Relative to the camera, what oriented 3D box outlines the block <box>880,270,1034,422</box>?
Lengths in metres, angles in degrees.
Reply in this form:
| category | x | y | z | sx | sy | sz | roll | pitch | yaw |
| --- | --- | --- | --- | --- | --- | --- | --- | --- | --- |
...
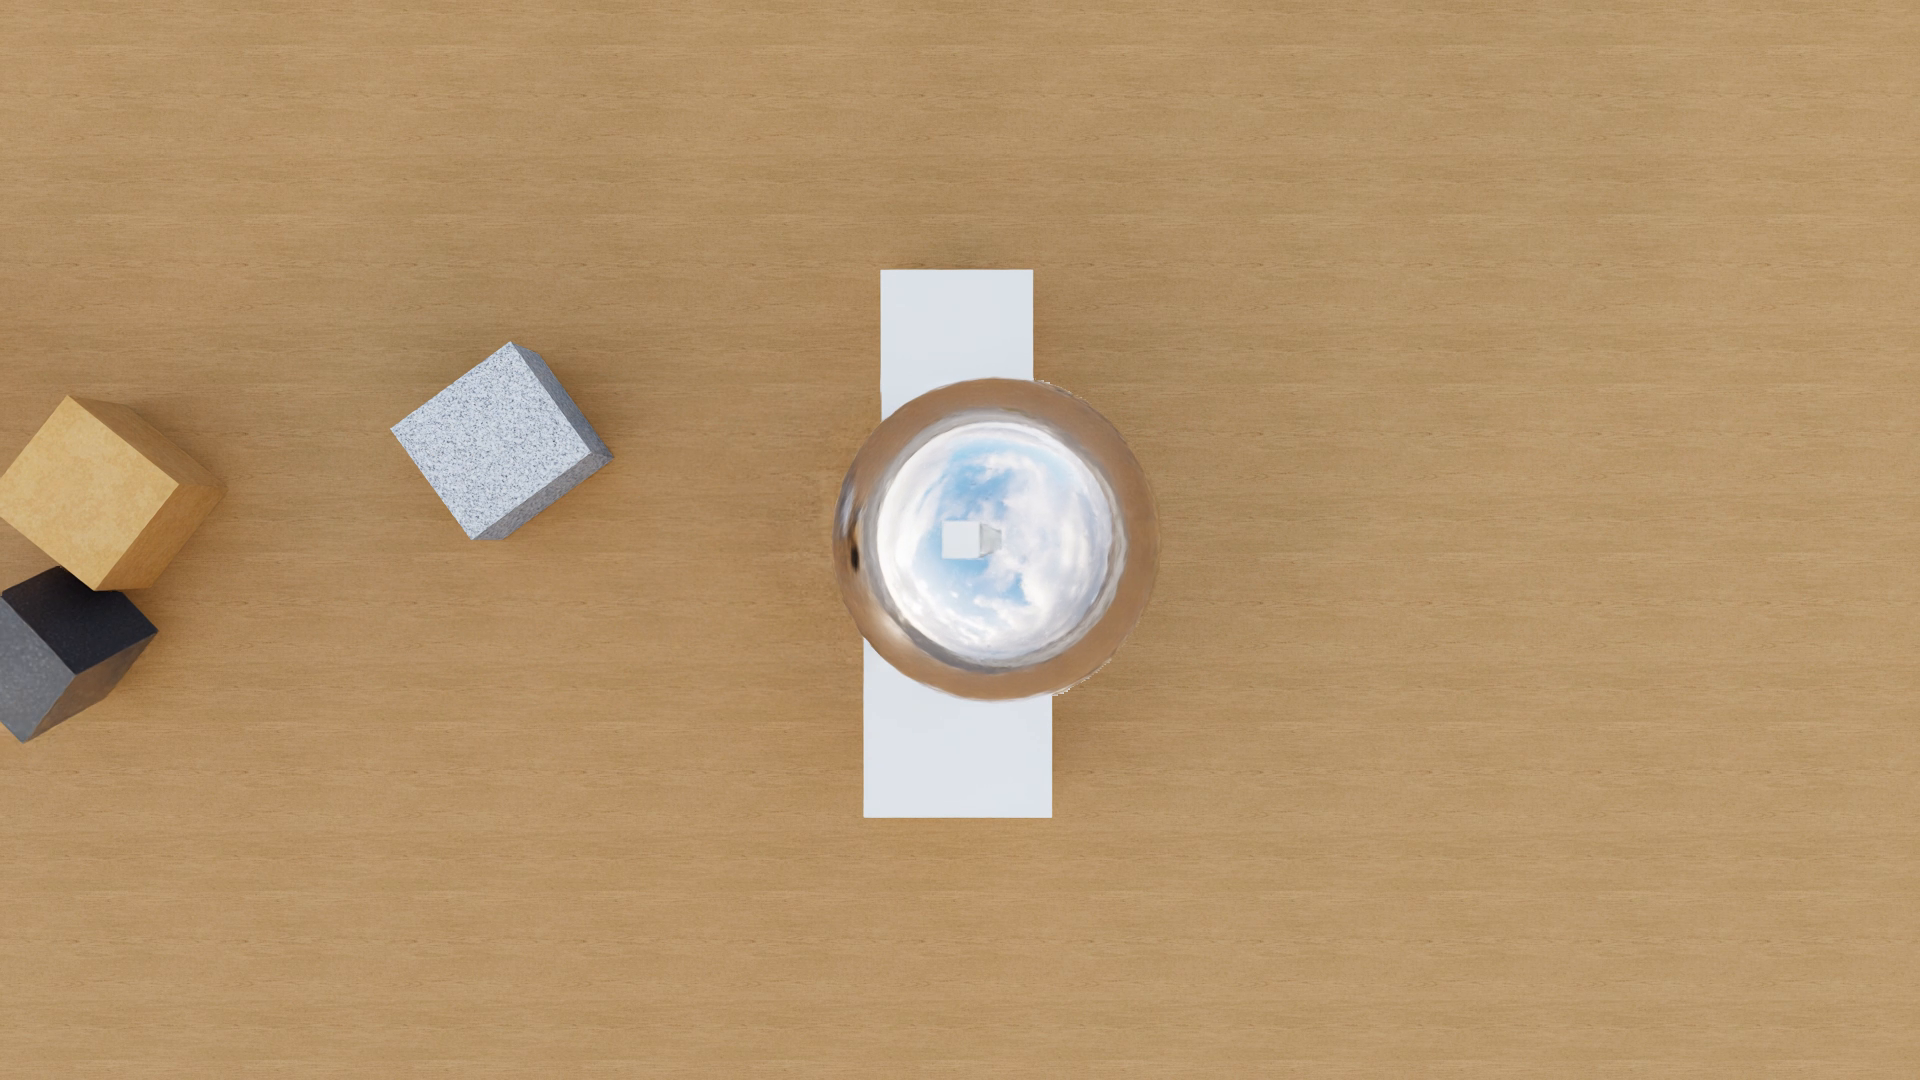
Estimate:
| category | x | y | z | sx | sy | sz | roll | pitch | yaw |
| --- | --- | --- | --- | --- | --- | --- | --- | --- | --- |
| block | -0.017 | -1.025 | 12.603 | 0.844 | 0.795 | 0.950 | 0 | 90 | 0 |

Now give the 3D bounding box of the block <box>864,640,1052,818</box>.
| category | x | y | z | sx | sy | sz | roll | pitch | yaw |
| --- | --- | --- | --- | --- | --- | --- | --- | --- | --- |
| block | -0.011 | 0.957 | 12.442 | 1.017 | 1.115 | 1.085 | 0 | 90 | 0 |

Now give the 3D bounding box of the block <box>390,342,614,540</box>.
| category | x | y | z | sx | sy | sz | roll | pitch | yaw |
| --- | --- | --- | --- | --- | --- | --- | --- | --- | --- |
| block | -2.597 | -0.550 | 12.585 | 0.822 | 0.830 | 0.761 | -36 | 90 | 0 |

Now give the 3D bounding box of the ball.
| category | x | y | z | sx | sy | sz | roll | pitch | yaw |
| --- | --- | --- | --- | --- | --- | --- | --- | --- | --- |
| ball | 0.174 | 0.000 | 10.702 | 1.600 | 1.600 | 1.600 | 0 | 90 | 0 |

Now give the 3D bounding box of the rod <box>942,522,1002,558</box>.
| category | x | y | z | sx | sy | sz | roll | pitch | yaw |
| --- | --- | --- | --- | --- | --- | --- | --- | --- | --- |
| rod | 0.075 | 0.000 | 7.303 | 0.080 | 5.200 | 0.080 | 0 | 90 | 2 |

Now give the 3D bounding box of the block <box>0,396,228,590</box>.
| category | x | y | z | sx | sy | sz | roll | pitch | yaw |
| --- | --- | --- | --- | --- | --- | --- | --- | --- | --- |
| block | -4.863 | -0.260 | 12.580 | 0.791 | 0.839 | 0.755 | 39 | 90 | 0 |

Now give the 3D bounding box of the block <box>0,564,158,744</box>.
| category | x | y | z | sx | sy | sz | roll | pitch | yaw |
| --- | --- | --- | --- | --- | --- | --- | --- | --- | --- |
| block | -5.166 | 0.613 | 12.539 | 0.622 | 0.691 | 0.665 | 46 | 118 | 0 |
